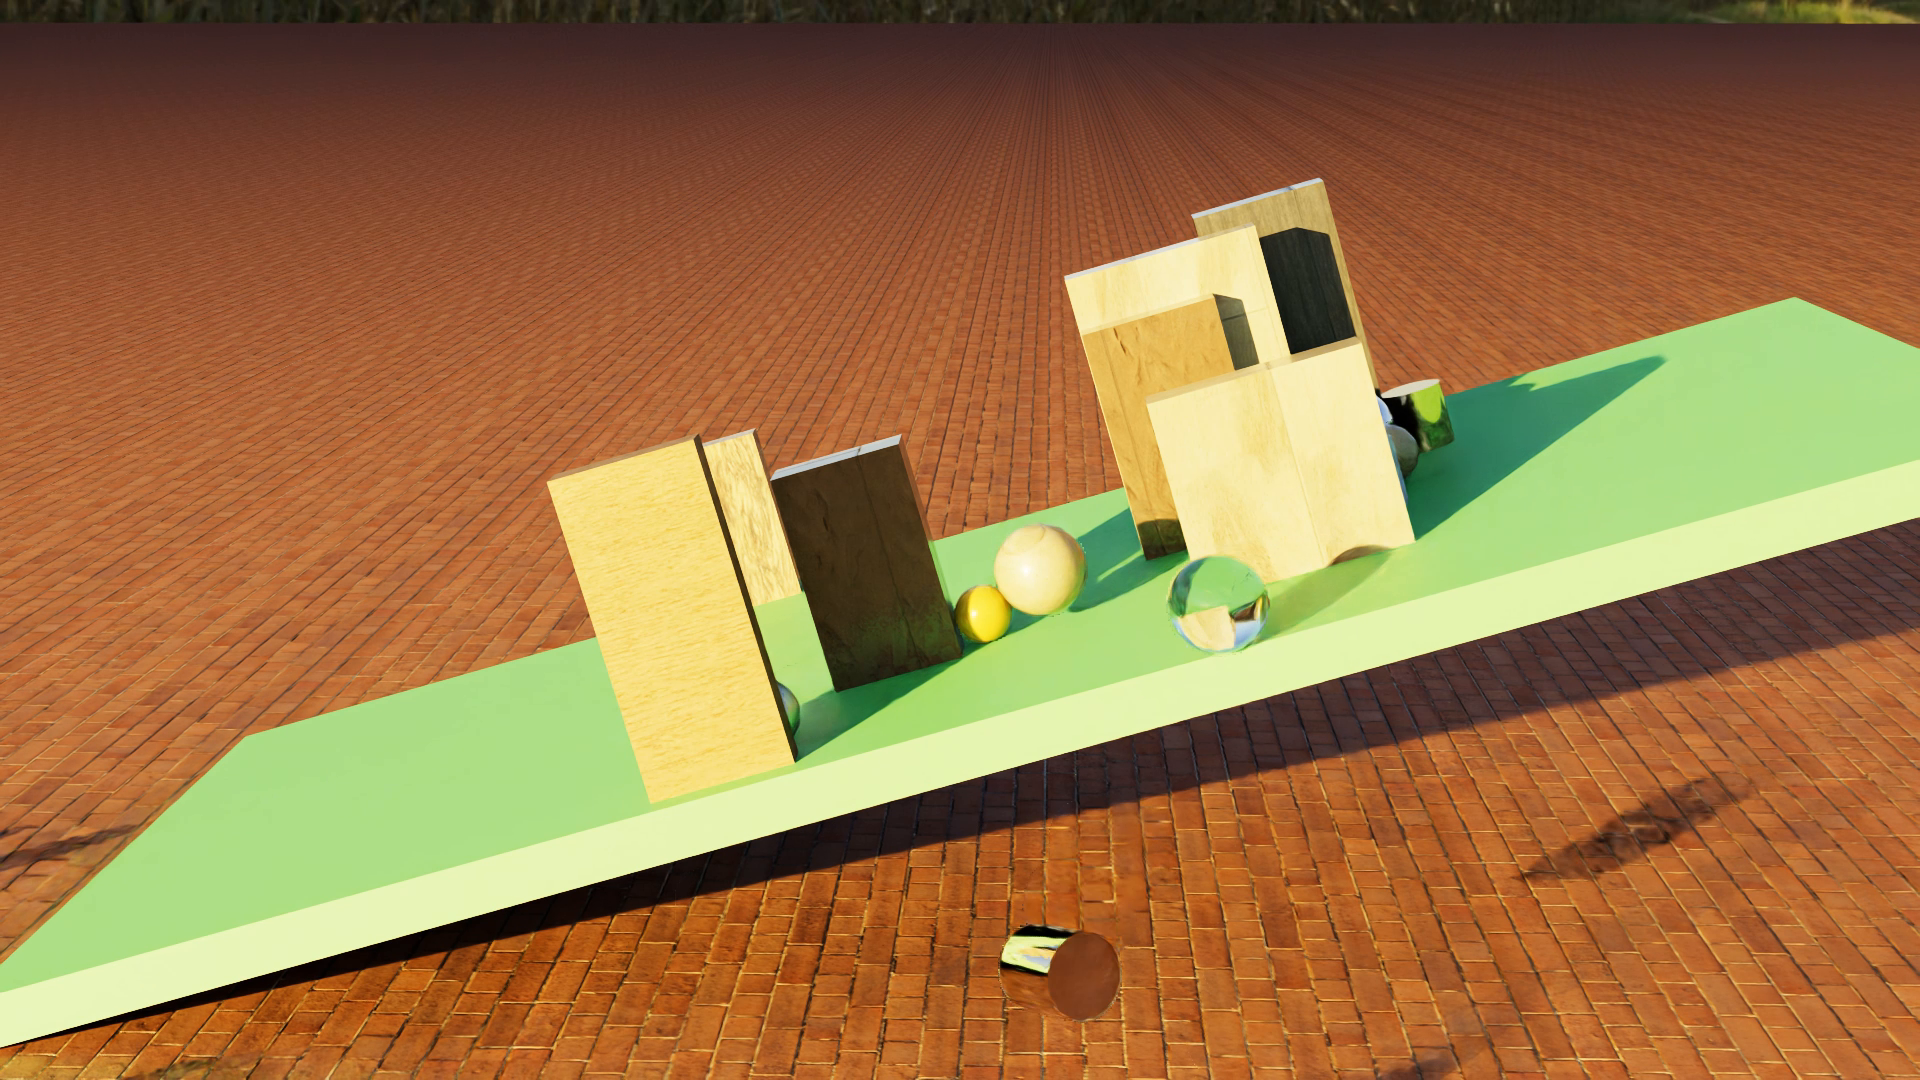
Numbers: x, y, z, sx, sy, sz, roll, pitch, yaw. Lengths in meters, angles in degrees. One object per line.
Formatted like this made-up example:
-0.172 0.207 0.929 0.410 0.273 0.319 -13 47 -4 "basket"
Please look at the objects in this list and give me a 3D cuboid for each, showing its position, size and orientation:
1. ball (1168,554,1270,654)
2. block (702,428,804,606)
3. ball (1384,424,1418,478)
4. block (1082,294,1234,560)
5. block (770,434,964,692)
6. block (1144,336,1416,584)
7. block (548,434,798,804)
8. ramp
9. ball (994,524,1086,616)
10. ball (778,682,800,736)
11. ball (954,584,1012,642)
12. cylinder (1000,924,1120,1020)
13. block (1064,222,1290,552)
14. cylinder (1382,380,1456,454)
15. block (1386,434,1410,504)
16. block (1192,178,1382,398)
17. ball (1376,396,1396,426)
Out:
0.464 0.114 5.275 0.181 0.181 0.181 0 11 0 "ball"
-0.618 -0.022 7.165 0.371 0.408 0.085 -16 10 5 "block"
0.927 -0.186 6.344 0.124 0.124 0.124 0 11 0 "ball"
0.469 -0.242 6.294 0.290 0.505 0.092 -16 10 5 "block"
-0.184 0.047 5.935 0.266 0.451 0.129 -16 10 5 "block"
0.625 -0.139 5.760 0.429 0.404 0.114 -16 10 5 "block"
-0.527 0.146 5.427 0.280 0.629 0.084 -16 10 5 "block"
0.090 0.187 6.320 4.000 0.100 2.000 -16 10 5 "ramp"
0.161 0.059 5.921 0.185 0.185 0.185 0 11 0 "ball"
-0.372 0.333 5.571 0.140 0.140 0.140 0 11 0 "ball"
0.047 0.149 5.964 0.117 0.117 0.117 0 11 0 "ball"
0.171 0.740 5.049 0.149 0.149 0.149 -7 3 -32 "cylinder"
0.514 -0.329 6.375 0.420 0.617 0.101 -16 10 5 "block"
1.032 -0.276 6.633 0.138 0.138 0.138 -16 10 3 "cylinder"
0.824 -0.116 6.061 0.147 0.147 0.147 -13 10 21 "block"
0.752 -0.457 6.611 0.297 0.645 0.115 -16 10 5 "block"
0.861 -0.234 6.487 0.204 0.204 0.204 0 11 0 "ball"
